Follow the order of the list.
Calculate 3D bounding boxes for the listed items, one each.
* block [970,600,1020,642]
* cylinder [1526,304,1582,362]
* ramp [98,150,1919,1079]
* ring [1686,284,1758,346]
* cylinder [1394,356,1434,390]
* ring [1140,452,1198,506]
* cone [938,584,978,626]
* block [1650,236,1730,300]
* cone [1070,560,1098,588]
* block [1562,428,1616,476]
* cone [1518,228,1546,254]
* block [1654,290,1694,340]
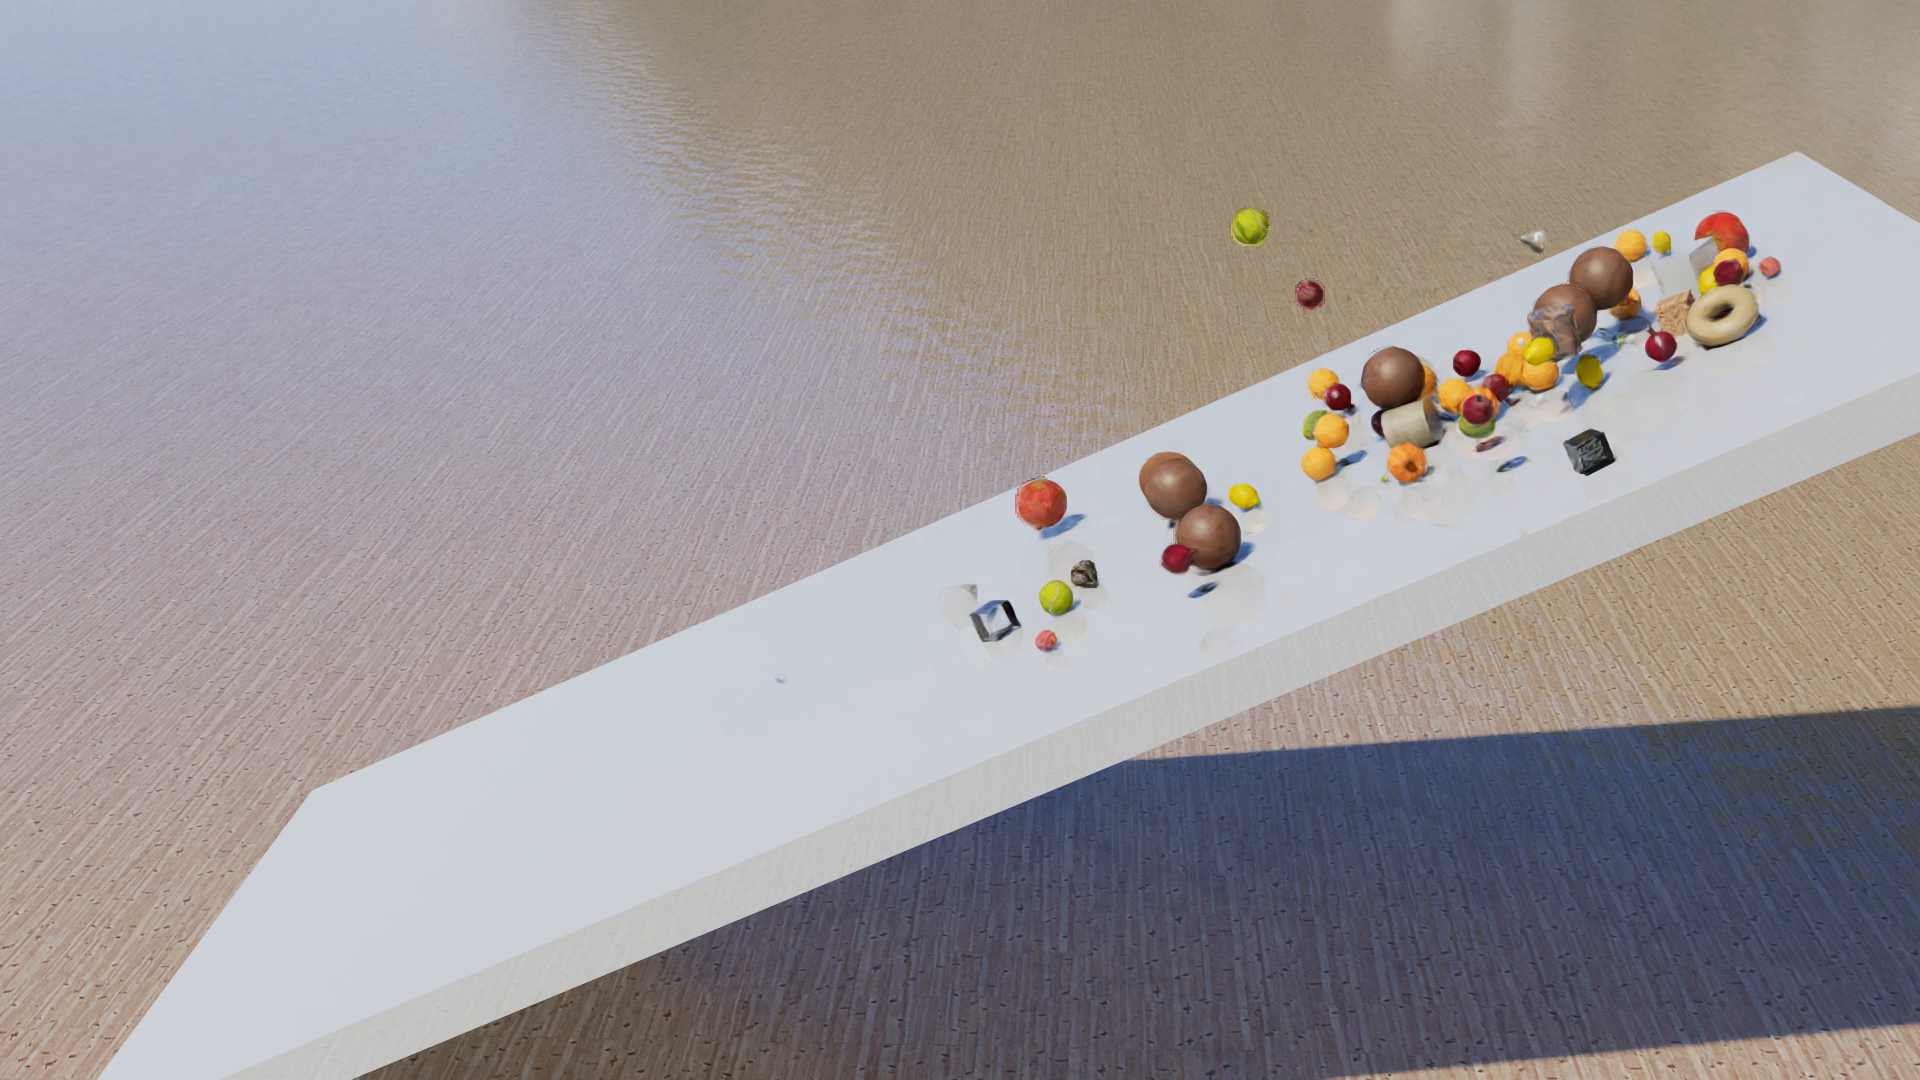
[{"bbox_3d":[0.072,0.166,6.044,0.064,0.064,0.064,-32,15,-29],"label":"block"},{"bbox_3d":[1.161,-0.404,5.745,0.090,0.090,0.090,-16,16,5],"label":"cylinder"},{"bbox_3d":[0.133,0.170,6.283,4.000,0.100,2.000,-23,13,9],"label":"ramp"},{"bbox_3d":[1.488,-0.439,5.742,0.145,0.048,0.145,-24,38,20],"label":"ring"},{"bbox_3d":[0.990,-0.363,6.410,0.063,0.063,0.063,-6,-4,-19],"label":"cylinder"},{"bbox_3d":[0.450,-0.130,6.346,0.128,0.128,0.043,2,22,6],"label":"ring"},{"bbox_3d":[0.016,0.116,6.252,0.097,0.097,0.097,7,32,24],"label":"cone"},{"bbox_3d":[1.526,-0.563,6.147,0.097,0.097,0.097,-34,15,-35],"label":"block"},{"bbox_3d":[0.270,0.083,6.085,0.061,0.061,0.061,-8,33,-28],"label":"cone"},{"bbox_3d":[1.144,-0.160,5.346,0.059,0.059,0.059,-26,13,-5],"label":"block"},{"bbox_3d":[1.156,-0.610,5.978,0.052,0.052,0.052,4,13,-21],"label":"cone"},{"bbox_3d":[1.447,-0.452,5.925,0.067,0.067,0.067,-18,15,28],"label":"block"}]
